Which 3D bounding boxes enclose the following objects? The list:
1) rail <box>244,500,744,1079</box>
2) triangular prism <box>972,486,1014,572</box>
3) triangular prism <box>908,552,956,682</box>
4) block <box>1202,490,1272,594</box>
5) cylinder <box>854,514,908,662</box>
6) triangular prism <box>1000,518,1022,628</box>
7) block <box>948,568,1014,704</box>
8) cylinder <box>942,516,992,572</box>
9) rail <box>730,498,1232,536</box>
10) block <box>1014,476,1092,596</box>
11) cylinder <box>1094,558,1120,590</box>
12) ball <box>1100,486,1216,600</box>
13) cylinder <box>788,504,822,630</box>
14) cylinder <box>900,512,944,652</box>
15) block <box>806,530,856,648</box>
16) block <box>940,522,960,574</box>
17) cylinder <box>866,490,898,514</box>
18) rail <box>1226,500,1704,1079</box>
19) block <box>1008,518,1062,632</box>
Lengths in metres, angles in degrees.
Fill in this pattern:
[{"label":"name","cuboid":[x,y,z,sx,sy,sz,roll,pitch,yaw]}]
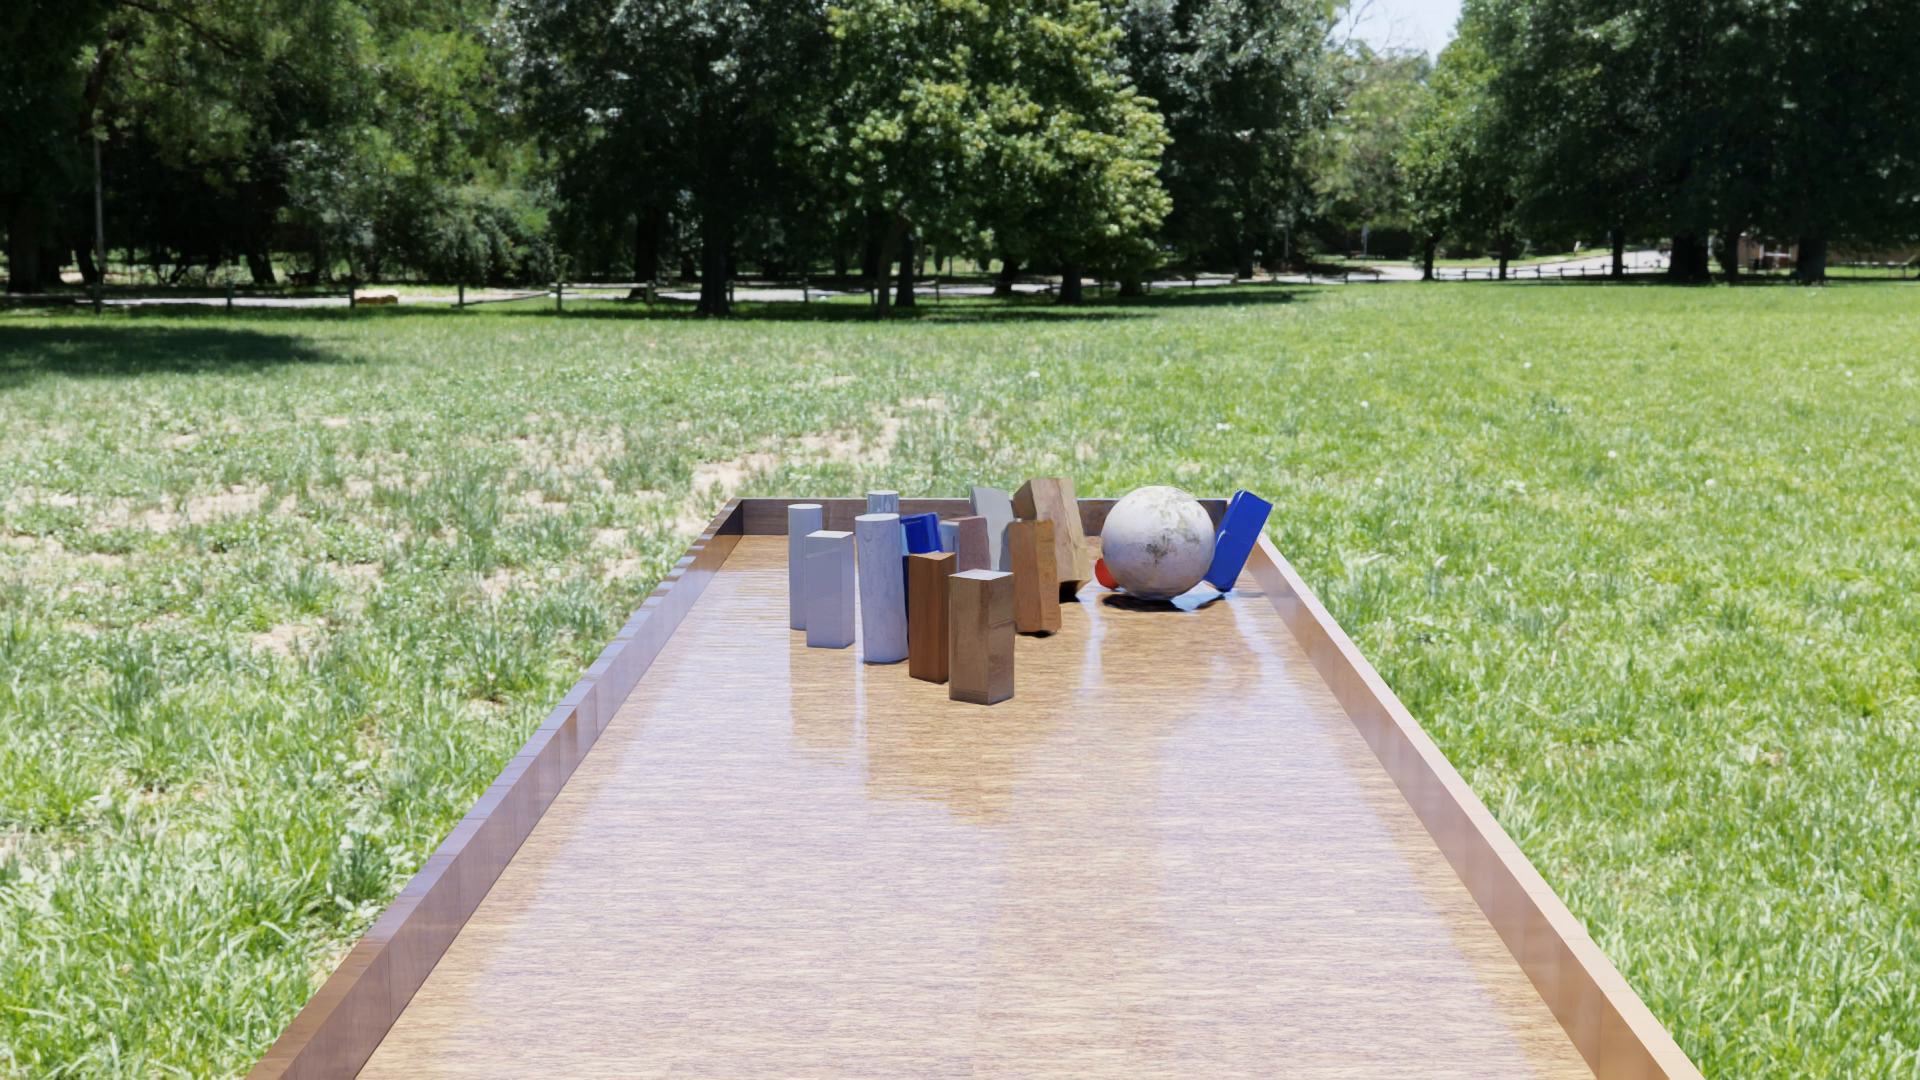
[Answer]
[{"label":"rail","cuboid":[-1.004,0.839,3.234,0.050,0.150,12.000,0,9,1]},{"label":"triangular prism","cuboid":[0.141,0.017,7.534,0.128,0.405,0.148,-9,-27,-6]},{"label":"triangular prism","cuboid":[-0.059,0.222,6.454,0.120,0.361,0.139,-8,12,-40]},{"label":"block","cuboid":[0.964,0.007,7.764,0.117,0.346,0.117,27,-5,-4]},{"label":"cylinder","cuboid":[-0.238,0.144,6.693,0.137,0.434,0.137,-3,10,1]},{"label":"triangular prism","cuboid":[0.172,0.118,7.254,0.098,0.358,0.114,-15,-34,30]},{"label":"block","cuboid":[0.061,0.270,6.190,0.133,0.350,0.133,6,11,34]},{"label":"cylinder","cuboid":[0.030,0.102,7.202,0.148,0.346,0.148,-6,3,0]},{"label":"rail","cuboid":[0.099,-0.098,9.147,2.100,0.150,0.050,0,9,1]},{"label":"block","cuboid":[0.327,-0.011,7.754,0.163,0.383,0.163,-4,-19,-22]},{"label":"cylinder","cuboid":[0.643,0.059,8.016,0.122,0.122,0.381,6,22,35]},{"label":"ball","cuboid":[0.687,0.009,7.635,0.399,0.399,0.399,0,9,0]},{"label":"cylinder","cuboid":[-0.504,0.087,7.194,0.111,0.397,0.111,0,9,0]},{"label":"cylinder","cuboid":[-0.124,0.131,6.796,0.172,0.410,0.172,-8,4,1]},{"label":"block","cuboid":[-0.408,0.154,6.927,0.120,0.348,0.120,3,9,16]},{"label":"block","cuboid":[-0.089,0.131,6.970,0.173,0.366,0.173,0,4,0]},{"label":"cylinder","cuboid":[-0.252,0.062,7.209,0.104,0.441,0.104,0,9,0]},{"label":"rail","cuboid":[1.046,0.843,3.208,0.050,0.150,12.000,0,9,1]},{"label":"block","cuboid":[0.242,0.114,7.096,0.104,0.355,0.104,-5,0,37]}]
